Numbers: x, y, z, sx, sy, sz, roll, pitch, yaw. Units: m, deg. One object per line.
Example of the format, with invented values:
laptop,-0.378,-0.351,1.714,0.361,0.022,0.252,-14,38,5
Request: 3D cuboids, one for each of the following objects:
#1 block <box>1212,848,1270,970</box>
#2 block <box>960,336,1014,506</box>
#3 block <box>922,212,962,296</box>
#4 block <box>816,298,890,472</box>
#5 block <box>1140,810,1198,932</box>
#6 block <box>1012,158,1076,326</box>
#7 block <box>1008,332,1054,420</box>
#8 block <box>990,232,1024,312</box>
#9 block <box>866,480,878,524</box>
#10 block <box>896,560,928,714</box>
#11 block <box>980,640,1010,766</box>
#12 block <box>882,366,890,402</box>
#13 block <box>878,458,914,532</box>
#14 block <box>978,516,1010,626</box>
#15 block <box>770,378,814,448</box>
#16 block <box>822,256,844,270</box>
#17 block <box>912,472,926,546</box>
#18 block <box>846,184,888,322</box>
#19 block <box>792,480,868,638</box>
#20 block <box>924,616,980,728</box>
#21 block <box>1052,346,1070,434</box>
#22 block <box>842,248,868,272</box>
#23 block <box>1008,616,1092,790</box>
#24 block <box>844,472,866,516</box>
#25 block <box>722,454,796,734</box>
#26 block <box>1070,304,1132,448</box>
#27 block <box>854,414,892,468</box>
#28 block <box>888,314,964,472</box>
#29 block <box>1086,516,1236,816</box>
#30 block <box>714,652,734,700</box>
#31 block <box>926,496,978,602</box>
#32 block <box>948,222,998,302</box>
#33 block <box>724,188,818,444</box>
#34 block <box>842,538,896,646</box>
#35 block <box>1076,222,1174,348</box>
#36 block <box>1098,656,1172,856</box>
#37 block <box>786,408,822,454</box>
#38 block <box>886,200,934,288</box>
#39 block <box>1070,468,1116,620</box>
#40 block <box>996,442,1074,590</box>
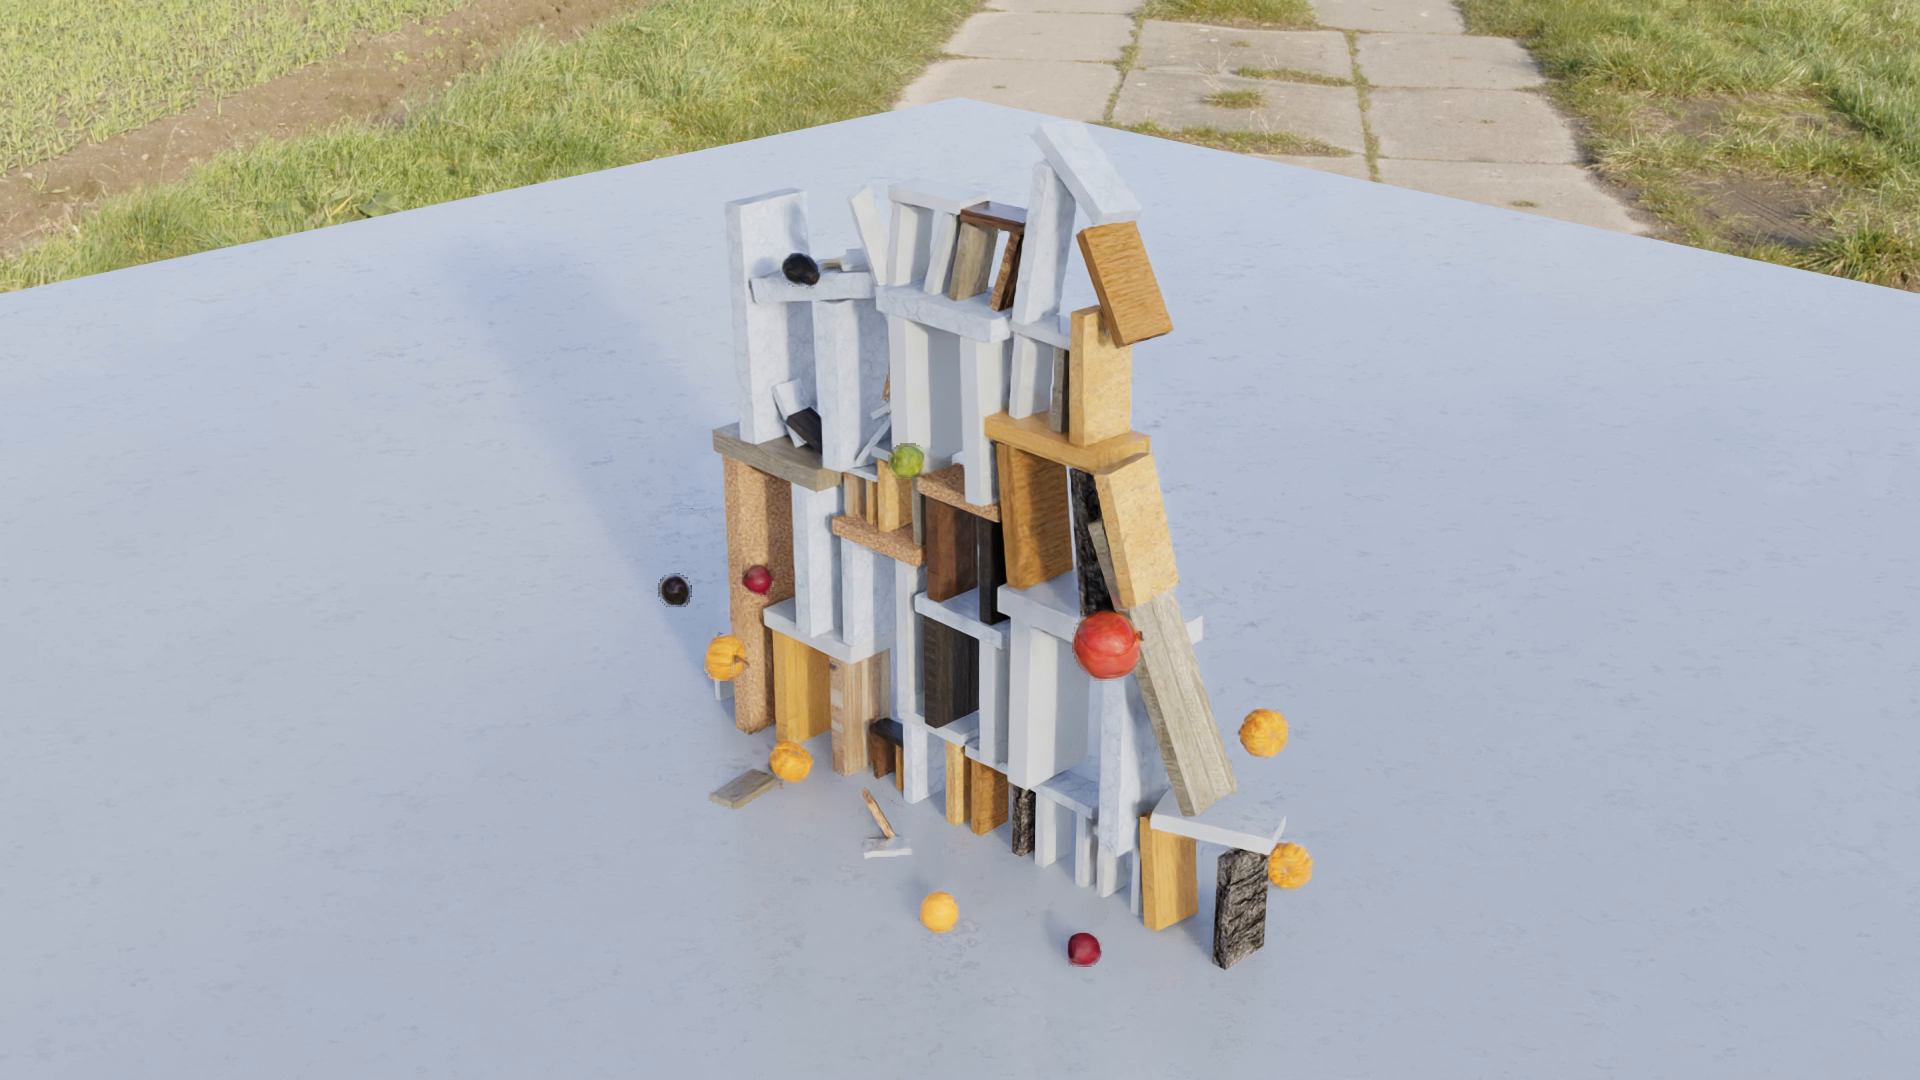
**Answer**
block,0.505,0.650,3.946,0.031,0.221,0.110,21,30,41
block,0.073,-0.234,4.035,0.150,0.317,0.043,-21,28,-40
block,-0.010,-0.530,4.005,0.085,0.169,0.024,-21,50,-39
block,-0.200,-0.322,4.334,0.048,0.342,0.171,17,28,36
block,0.386,0.599,4.059,0.110,0.221,0.031,-16,19,-38
block,0.152,-0.524,3.835,0.029,0.292,0.103,27,34,31
block,0.130,-0.303,3.956,0.081,0.161,0.023,-19,34,-37
block,0.104,-0.485,3.913,0.077,0.155,0.022,-23,51,-42
block,-0.163,-0.081,4.359,0.013,0.094,0.047,23,32,39
block,-0.071,0.176,4.382,0.117,0.330,0.033,-21,31,-40
block,0.093,0.298,4.238,0.119,0.259,0.034,-21,30,-40
block,-0.125,-0.315,4.248,0.013,0.095,0.047,20,16,23
block,-0.127,-0.097,4.325,0.021,0.149,0.075,21,31,40
block,0.084,0.043,4.143,0.108,0.215,0.030,-21,29,-40
block,-0.329,-0.258,4.468,0.066,0.131,0.019,-21,-2,-41
block,-0.209,-0.537,4.248,0.103,0.015,0.052,1,18,37
block,-0.057,-0.070,4.260,0.021,0.149,0.075,20,30,40
block,-0.131,-0.466,4.115,0.013,0.454,0.047,25,56,38
block,-0.262,0.020,4.507,0.164,0.328,0.047,-21,30,-40
block,-0.016,0.242,4.342,0.119,0.238,0.034,-21,31,-40
block,0.201,-0.275,3.891,0.081,0.161,0.023,-21,32,-40
block,-0.170,-0.538,4.181,0.104,0.015,0.052,-5,42,17
block,0.170,0.283,4.161,0.049,0.347,0.173,22,31,40
block,-0.210,-0.098,4.399,0.013,0.094,0.047,19,29,40
block,-0.415,0.100,4.710,0.047,0.636,0.164,21,31,41
block,0.245,-0.291,3.832,0.118,0.237,0.034,-19,29,-38
block,-0.148,-0.204,4.310,0.051,0.166,0.015,-21,68,-47
block,-0.063,-0.295,4.161,0.043,0.301,0.150,19,30,40
block,0.355,0.207,3.840,0.118,0.550,0.034,-28,14,-39
block,-0.521,0.296,4.915,0.016,0.116,0.058,21,31,41
block,-0.014,0.003,4.238,0.108,0.215,0.030,-21,30,-40
block,0.026,-0.512,3.976,0.077,0.155,0.022,-21,45,-40
block,-0.378,-0.452,4.446,0.048,0.492,0.171,19,29,42
block,-0.185,0.088,4.466,0.033,0.235,0.117,21,31,40
block,0.280,-0.438,3.739,0.103,0.206,0.029,-17,-5,-26
block,0.333,0.369,4.017,0.173,0.392,0.049,-21,31,-40
block,-0.281,-0.212,4.418,0.131,0.019,0.066,41,42,21
block,-0.092,-0.559,4.070,0.085,0.169,0.024,-21,38,-40
block,0.266,-0.010,3.926,0.137,0.275,0.039,-21,24,-40
block,0.139,-0.060,4.046,0.137,0.274,0.039,-21,24,-40
